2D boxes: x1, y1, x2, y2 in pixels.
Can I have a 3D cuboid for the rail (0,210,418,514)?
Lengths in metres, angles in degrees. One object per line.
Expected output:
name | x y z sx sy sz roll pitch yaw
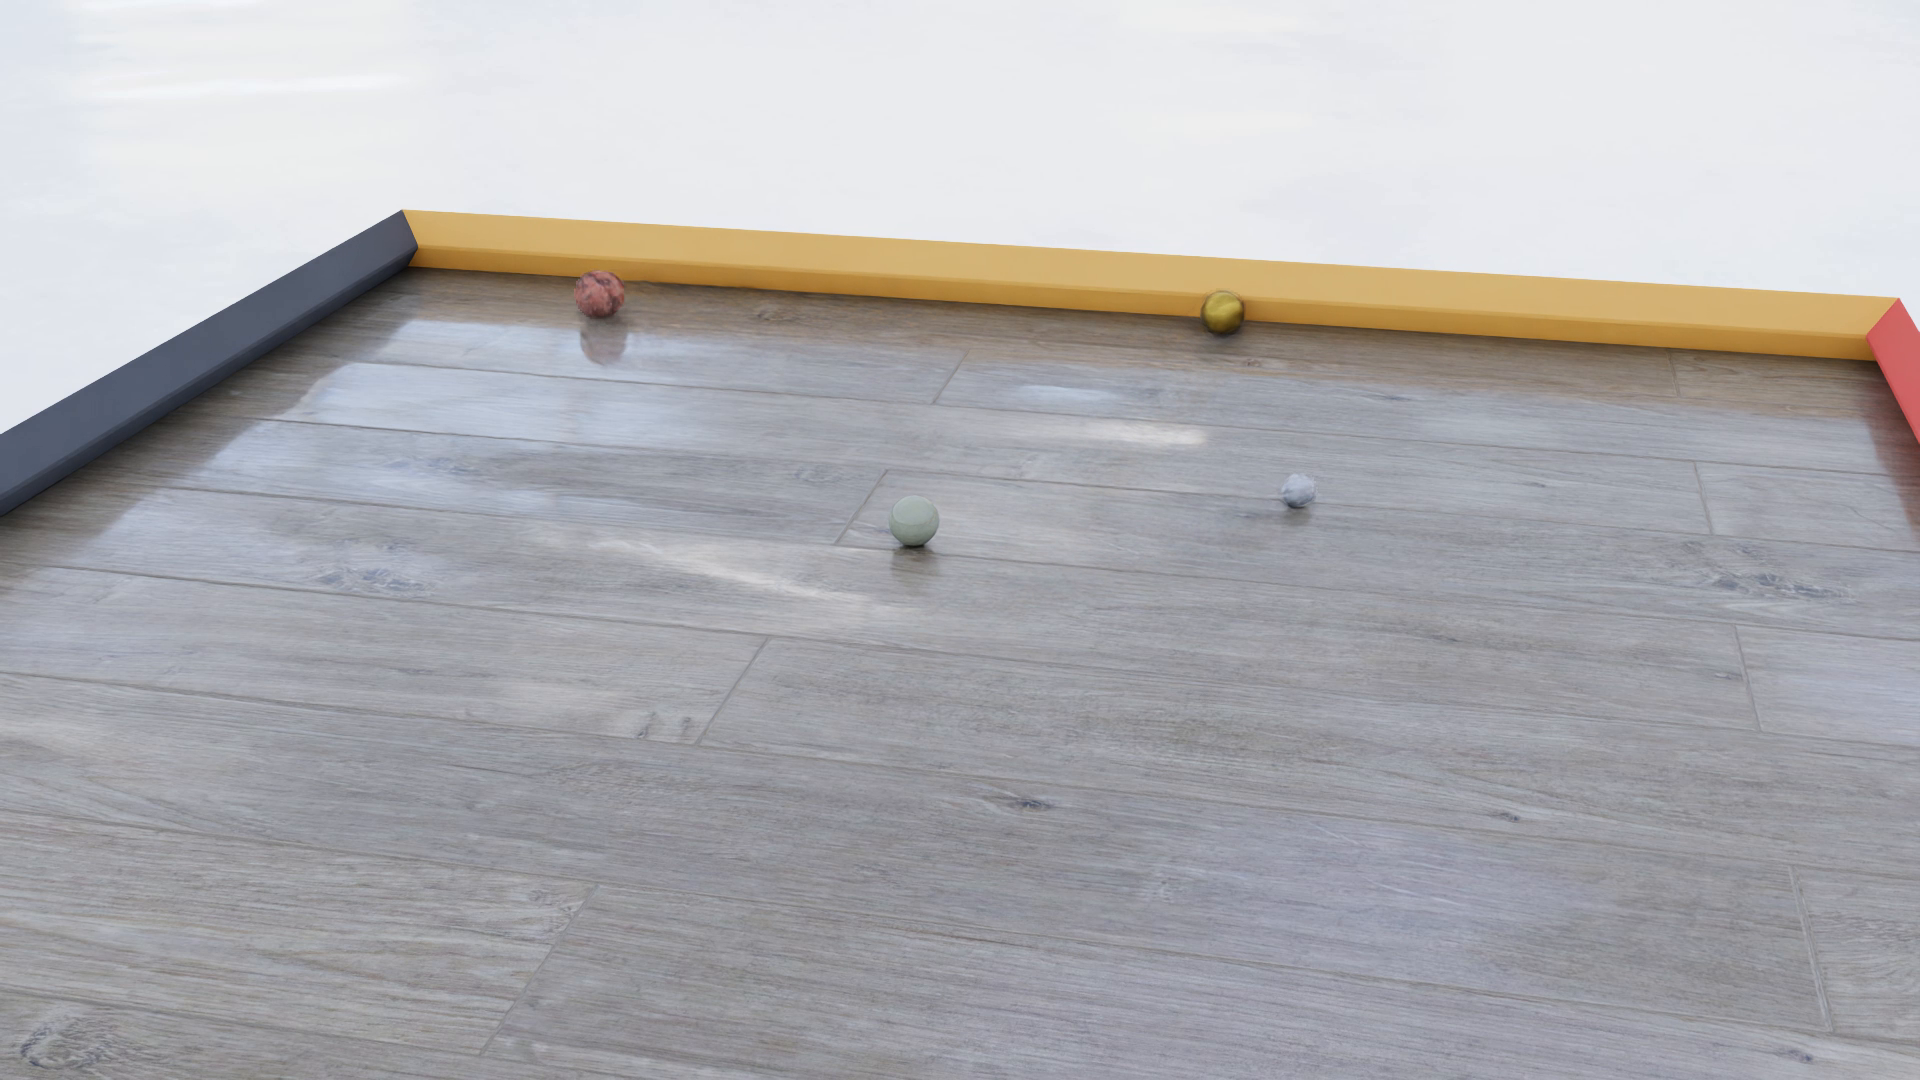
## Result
rail | -1.318 0.267 1.822 0.045 0.094 3.978 5 24 11

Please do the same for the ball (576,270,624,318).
ball | -0.549 -0.376 3.358 0.073 0.073 0.073 0 23 0

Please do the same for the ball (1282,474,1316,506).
ball | 0.409 -0.060 2.659 0.040 0.040 0.040 0 23 0

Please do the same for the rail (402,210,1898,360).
rail | 0.209 -0.391 3.363 2.309 0.094 0.045 5 24 11

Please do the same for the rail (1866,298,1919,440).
rail | 0.890 0.458 1.374 0.045 0.094 3.978 5 24 11

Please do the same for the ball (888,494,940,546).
ball | -0.053 -0.023 2.546 0.059 0.059 0.059 0 23 0

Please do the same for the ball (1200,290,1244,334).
ball | 0.392 -0.339 3.280 0.066 0.066 0.066 0 23 0
